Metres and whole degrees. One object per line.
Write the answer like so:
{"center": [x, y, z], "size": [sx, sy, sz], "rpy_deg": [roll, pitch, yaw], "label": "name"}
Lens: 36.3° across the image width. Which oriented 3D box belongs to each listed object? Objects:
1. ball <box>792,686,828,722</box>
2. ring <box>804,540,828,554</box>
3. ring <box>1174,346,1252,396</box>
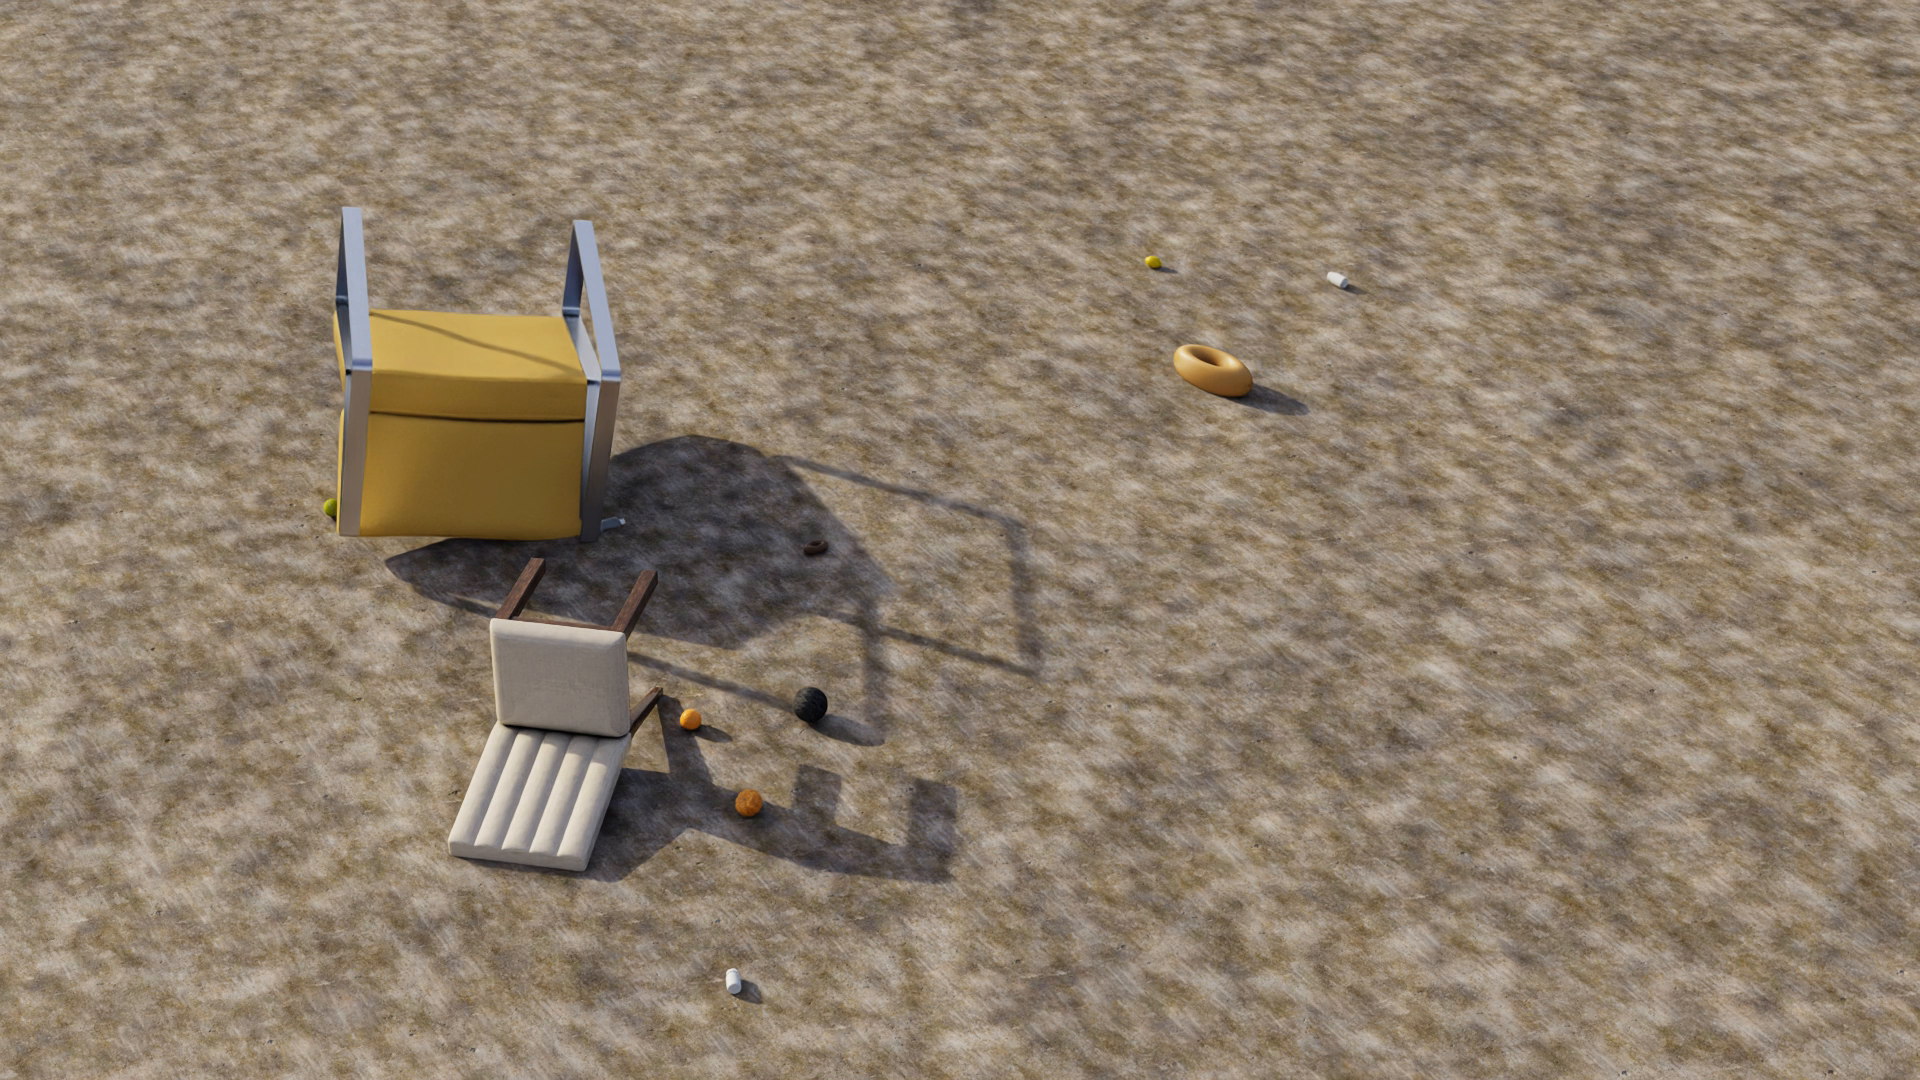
{"center": [-0.510, 0.560, 9.985], "size": [0.120, 0.120, 0.120], "rpy_deg": [0, 33, 0], "label": "ball"}
{"center": [-0.534, 0.026, 10.872], "size": [0.101, 0.036, 0.053], "rpy_deg": [-15, 38, -19], "label": "ring"}
{"center": [1.023, -0.685, 11.870], "size": [0.385, 0.129, 0.166], "rpy_deg": [25, 43, 34], "label": "ring"}
